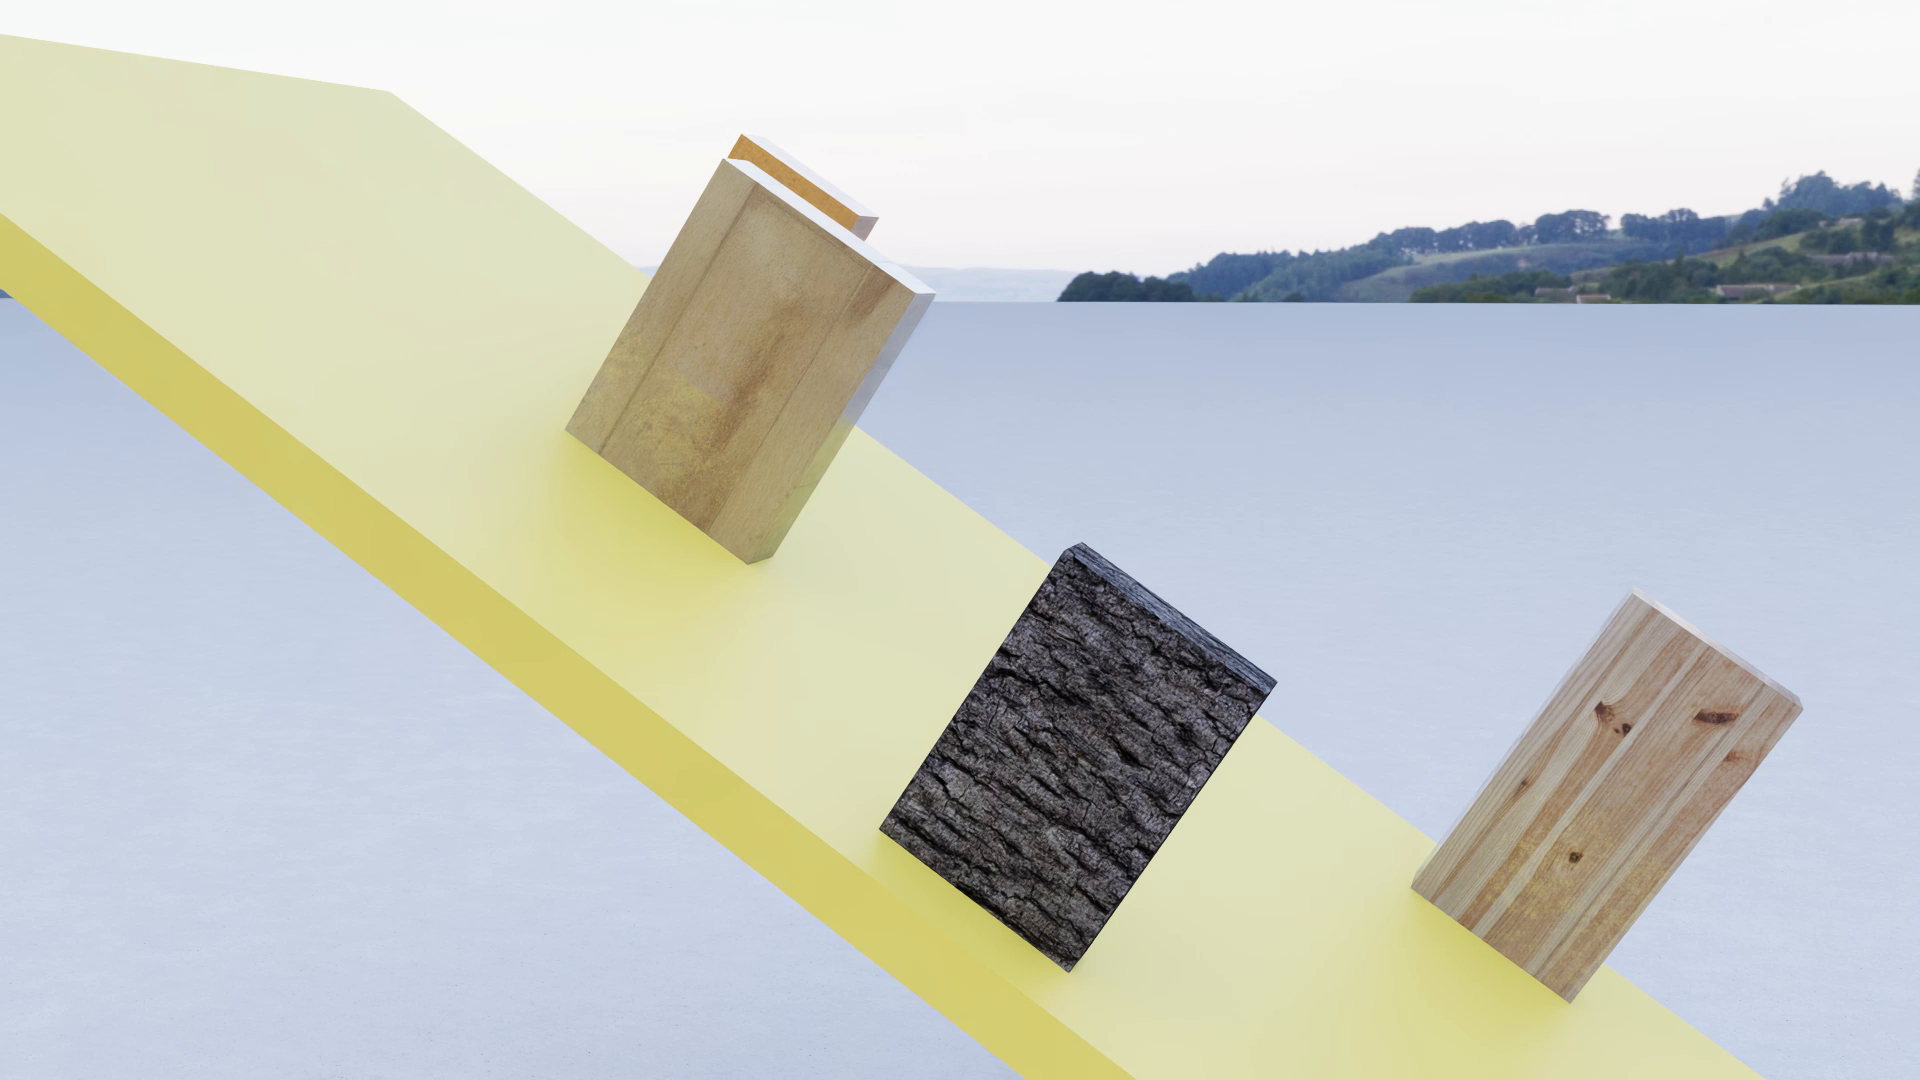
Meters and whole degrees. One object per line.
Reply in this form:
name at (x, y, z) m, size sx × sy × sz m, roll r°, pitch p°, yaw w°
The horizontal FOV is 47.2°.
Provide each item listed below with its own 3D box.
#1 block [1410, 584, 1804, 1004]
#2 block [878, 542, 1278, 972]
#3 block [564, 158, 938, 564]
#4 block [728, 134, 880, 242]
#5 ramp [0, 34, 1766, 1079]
block at (1.277, 0.506, 4.379) m, size 0.382 × 0.743 × 0.130 m, roll 36°, pitch 15°, yaw 10°
block at (0.167, 0.313, 3.183) m, size 0.347 × 0.507 × 0.104 m, roll 36°, pitch 15°, yaw 10°
block at (-0.377, -0.316, 3.913) m, size 0.424 × 0.574 × 0.118 m, roll 36°, pitch 15°, yaw 10°
block at (-0.439, -0.507, 4.448) m, size 0.296 × 0.540 × 0.123 m, roll 36°, pitch 15°, yaw 10°
ramp at (-0.122, 0.207, 4.097) m, size 4.000 × 0.100 × 2.000 m, roll 36°, pitch 15°, yaw 10°
